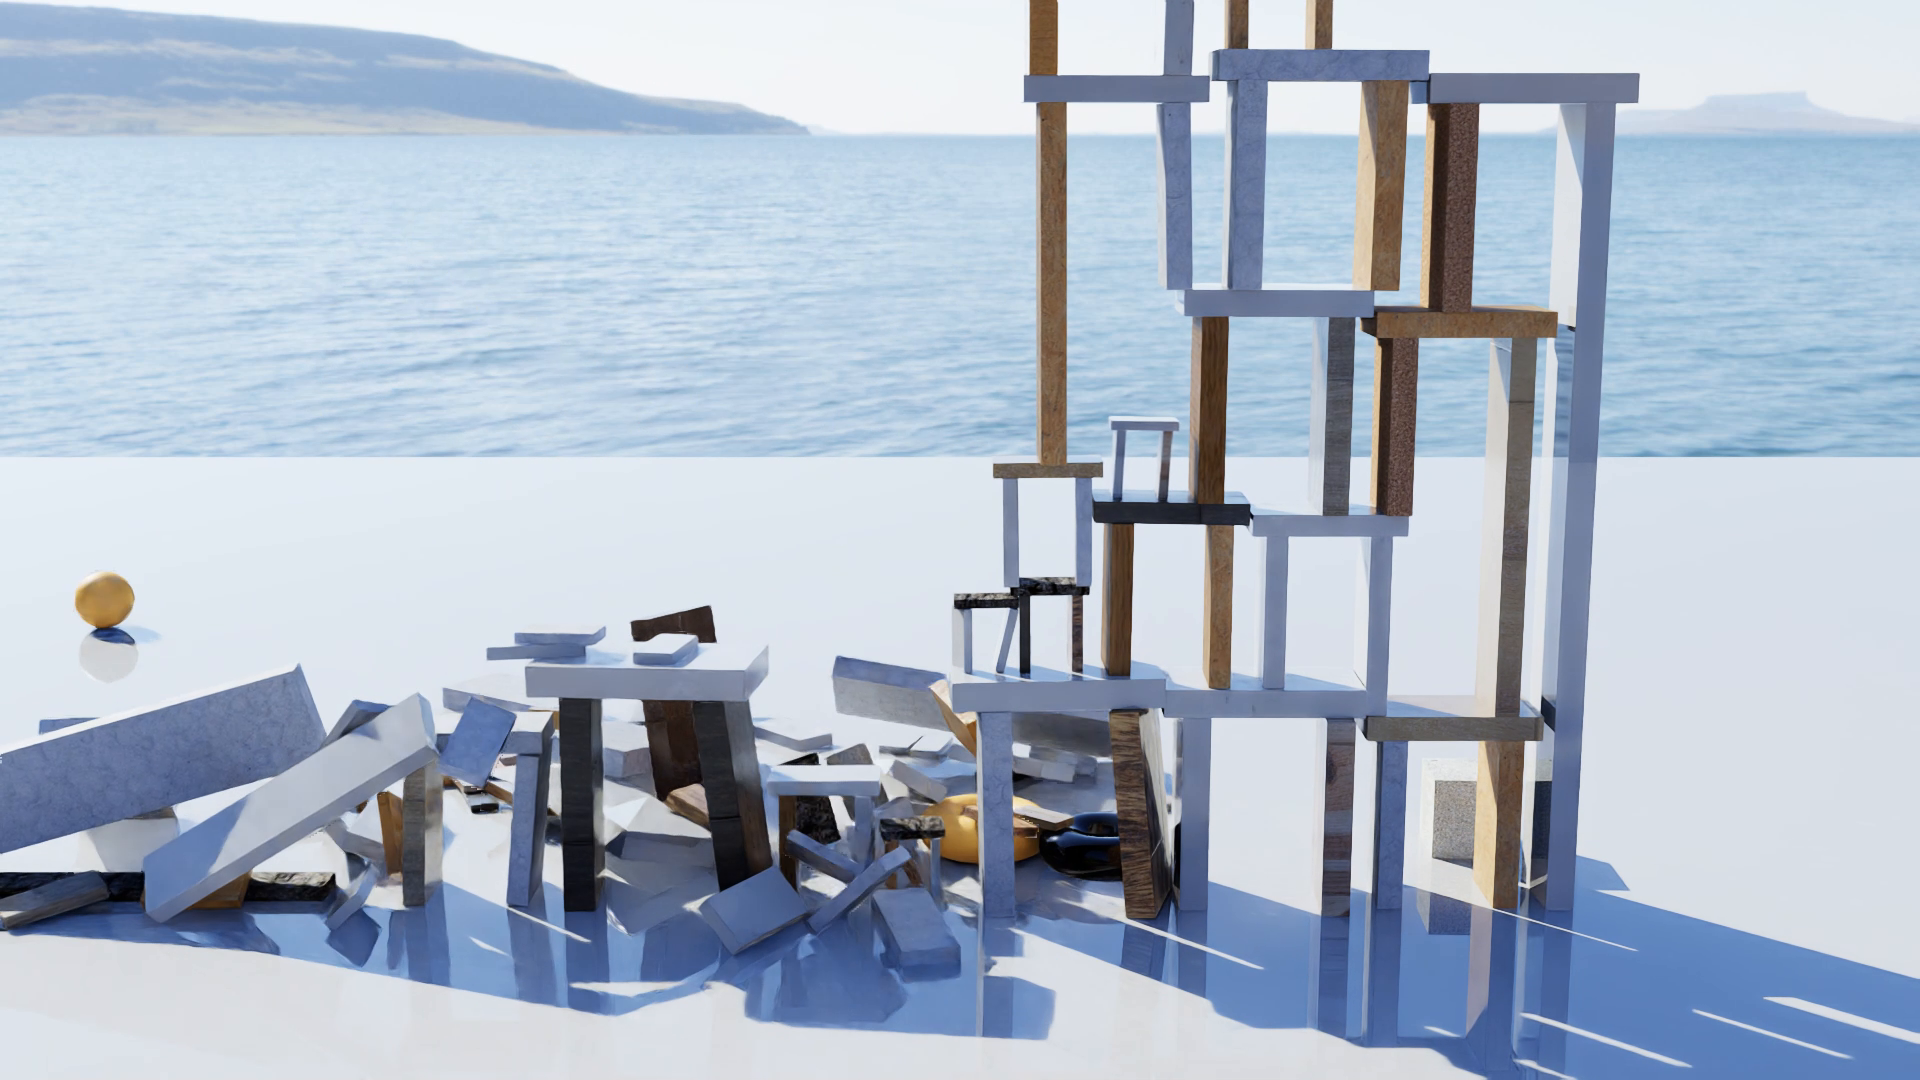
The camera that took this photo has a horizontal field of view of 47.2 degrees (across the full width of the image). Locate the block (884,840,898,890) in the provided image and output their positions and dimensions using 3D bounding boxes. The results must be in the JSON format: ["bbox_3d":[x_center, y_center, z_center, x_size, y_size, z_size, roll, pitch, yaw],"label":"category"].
[{"bbox_3d":[-0.114,0.536,3.656,0.015,0.104,0.052,-3,18,-8],"label":"block"}]

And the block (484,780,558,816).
[{"bbox_3d":[-0.800,0.472,4.021,0.138,0.020,0.069,18,3,39],"label":"block"}]

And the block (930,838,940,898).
[{"bbox_3d":[-0.041,0.537,3.661,0.015,0.104,0.052,0,14,-3],"label":"block"}]

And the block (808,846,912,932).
[{"bbox_3d":[-0.159,0.553,3.488,0.172,0.024,0.086,-43,-11,24],"label":"block"}]

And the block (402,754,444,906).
[{"bbox_3d":[-0.891,0.464,3.650,0.036,0.254,0.127,3,11,-1],"label":"block"}]

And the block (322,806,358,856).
[{"bbox_3d":[-1.132,0.478,3.955,0.034,0.120,0.240,-40,19,-8],"label":"block"}]

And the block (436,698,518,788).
[{"bbox_3d":[-0.771,0.323,3.511,0.079,0.022,0.158,21,36,-4],"label":"block"}]

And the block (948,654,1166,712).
[{"bbox_3d":[0.154,0.232,3.584,0.341,0.048,0.171,-1,10,-3],"label":"block"}]

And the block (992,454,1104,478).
[{"bbox_3d":[0.140,-0.118,3.522,0.175,0.025,0.087,0,10,0],"label":"block"}]

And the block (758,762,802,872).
[{"bbox_3d":[-0.353,0.487,3.942,0.092,0.026,0.386,13,15,-16],"label":"block"}]

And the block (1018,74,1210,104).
[{"bbox_3d":[0.237,-0.700,3.416,0.284,0.040,0.142,0,10,-1],"label":"block"}]

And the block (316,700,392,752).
[{"bbox_3d":[-0.997,0.331,3.599,0.079,0.158,0.022,17,27,-51],"label":"block"}]

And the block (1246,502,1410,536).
[{"bbox_3d":[0.588,-0.034,3.551,0.247,0.035,0.124,0,11,0],"label":"block"}]

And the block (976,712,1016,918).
[{"bbox_3d":[0.057,0.427,3.611,0.048,0.341,0.171,-2,11,-2],"label":"block"}]

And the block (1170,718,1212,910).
[{"bbox_3d":[0.382,0.430,3.642,0.046,0.324,0.162,0,11,0],"label":"block"}]

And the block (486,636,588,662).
[{"bbox_3d":[-0.692,0.174,3.600,0.158,0.022,0.079,-2,11,-8],"label":"block"}]

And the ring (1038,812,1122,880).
[{"bbox_3d":[0.248,0.529,3.799,0.225,0.075,0.225,1,9,0],"label":"ring"}]

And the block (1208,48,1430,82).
[{"bbox_3d":[0.554,-0.738,3.423,0.320,0.045,0.160,0,11,0],"label":"block"}]

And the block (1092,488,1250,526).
[{"bbox_3d":[0.337,-0.053,3.544,0.247,0.035,0.123,1,11,0],"label":"block"}]

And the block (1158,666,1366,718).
[{"bbox_3d":[0.491,0.249,3.606,0.324,0.046,0.162,0,11,1],"label":"block"}]

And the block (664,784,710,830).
[{"bbox_3d":[-0.427,0.494,3.931,0.184,0.026,0.092,26,15,23],"label":"block"}]

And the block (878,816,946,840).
[{"bbox_3d":[-0.079,0.478,3.644,0.104,0.015,0.052,-2,18,-9],"label":"block"}]

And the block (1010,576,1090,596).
[{"bbox_3d":[0.144,0.075,3.558,0.127,0.018,0.063,-1,10,-1],"label":"block"}]

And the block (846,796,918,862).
[{"bbox_3d":[-0.134,0.514,3.816,0.026,0.092,0.184,-6,6,28],"label":"block"}]

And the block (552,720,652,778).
[{"bbox_3d":[-0.668,0.405,4.283,0.178,0.050,0.356,11,2,14],"label":"block"}]

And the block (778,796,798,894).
[{"bbox_3d":[-0.285,0.500,3.655,0.026,0.183,0.091,-1,11,-2],"label":"block"}]

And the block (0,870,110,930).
[{"bbox_3d":[-1.474,0.583,3.569,0.159,0.023,0.080,-17,20,-30],"label":"block"}]

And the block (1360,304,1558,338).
[{"bbox_3d":[0.788,-0.347,3.491,0.282,0.040,0.141,0,11,-1],"label":"block"}]

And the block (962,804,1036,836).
[{"bbox_3d":[0.067,0.481,3.774,0.120,0.017,0.060,18,6,41],"label":"block"}]

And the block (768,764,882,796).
[{"bbox_3d":[-0.223,0.397,3.635,0.183,0.026,0.091,0,11,1],"label":"block"}]

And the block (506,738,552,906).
[{"bbox_3d":[-0.714,0.463,3.650,0.036,0.254,0.127,6,10,-1],"label":"block"}]

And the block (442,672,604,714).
[{"bbox_3d":[-0.961,0.352,4.825,0.327,0.046,0.163,7,13,34],"label":"block"}]

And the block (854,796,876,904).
[{"bbox_3d":[-0.157,0.501,3.646,0.026,0.183,0.091,0,11,1],"label":"block"}]

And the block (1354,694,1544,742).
[{"bbox_3d":[0.799,0.292,3.612,0.283,0.040,0.142,0,11,0],"label":"block"}]

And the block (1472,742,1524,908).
[{"bbox_3d":[0.892,0.451,3.643,0.040,0.283,0.142,0,11,0],"label":"block"}]

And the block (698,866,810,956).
[{"bbox_3d":[-0.325,0.584,3.476,0.092,0.026,0.185,50,30,14],"label":"block"}]

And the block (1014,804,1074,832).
[{"bbox_3d":[0.141,0.481,3.811,0.104,0.015,0.052,10,13,39],"label":"block"}]

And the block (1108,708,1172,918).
[{"bbox_3d":[0.297,0.427,3.602,0.048,0.341,0.171,-3,9,16],"label":"block"}]

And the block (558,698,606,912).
[{"bbox_3d":[-0.625,0.413,3.639,0.051,0.359,0.180,0,11,-4],"label":"block"}]

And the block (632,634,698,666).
[{"bbox_3d":[-0.479,0.178,3.580,0.067,0.019,0.133,1,11,11],"label":"block"}]

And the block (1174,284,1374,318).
[{"bbox_3d":[0.496,-0.381,3.488,0.295,0.042,0.148,0,11,0],"label":"block"}]

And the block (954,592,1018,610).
[{"bbox_3d":[0.042,0.098,3.566,0.104,0.015,0.052,-1,11,-1],"label":"block"}]

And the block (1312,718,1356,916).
[{"bbox_3d":[0.613,0.436,3.612,0.046,0.324,0.162,1,11,3],"label":"block"}]

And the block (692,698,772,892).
[{"bbox_3d":[-0.369,0.418,3.602,0.051,0.359,0.180,-6,10,7],"label":"block"}]

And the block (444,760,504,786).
[{"bbox_3d":[-0.974,0.458,4.321,0.149,0.021,0.075,-5,11,-23],"label":"block"}]

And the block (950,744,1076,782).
[{"bbox_3d":[0.101,0.430,4.248,0.220,0.031,0.110,7,-5,37],"label":"block"}]

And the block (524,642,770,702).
[{"bbox_3d":[-0.507,0.212,3.585,0.359,0.051,0.180,1,11,7],"label":"block"}]

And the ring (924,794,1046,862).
[{"bbox_3d":[0.045,0.510,3.891,0.235,0.078,0.235,1,9,0],"label":"ring"}]

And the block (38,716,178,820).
[{"bbox_3d":[-1.516,0.412,3.927,0.169,0.048,0.338,-2,-30,-9],"label":"block"}]

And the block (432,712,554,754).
[{"bbox_3d":[-0.808,0.319,3.630,0.254,0.036,0.127,-1,11,-2],"label":"block"}]

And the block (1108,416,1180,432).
[{"bbox_3d":[0.294,-0.187,3.526,0.108,0.015,0.054,1,11,-1],"label":"block"}]

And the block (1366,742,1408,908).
[{"bbox_3d":[0.707,0.451,3.642,0.040,0.283,0.142,1,11,3],"label":"block"}]

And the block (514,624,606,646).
[{"bbox_3d":[-0.653,0.154,3.594,0.133,0.019,0.067,1,11,8],"label":"block"}]

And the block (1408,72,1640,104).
[{"bbox_3d":[0.875,-0.703,3.428,0.319,0.045,0.159,0,11,-1],"label":"block"}]

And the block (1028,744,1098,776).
[{"bbox_3d":[0.204,0.437,4.374,0.133,0.019,0.067,12,12,6],"label":"block"}]

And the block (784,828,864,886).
[{"bbox_3d":[-0.219,0.515,3.551,0.133,0.019,0.067,28,-27,6],"label":"block"}]
